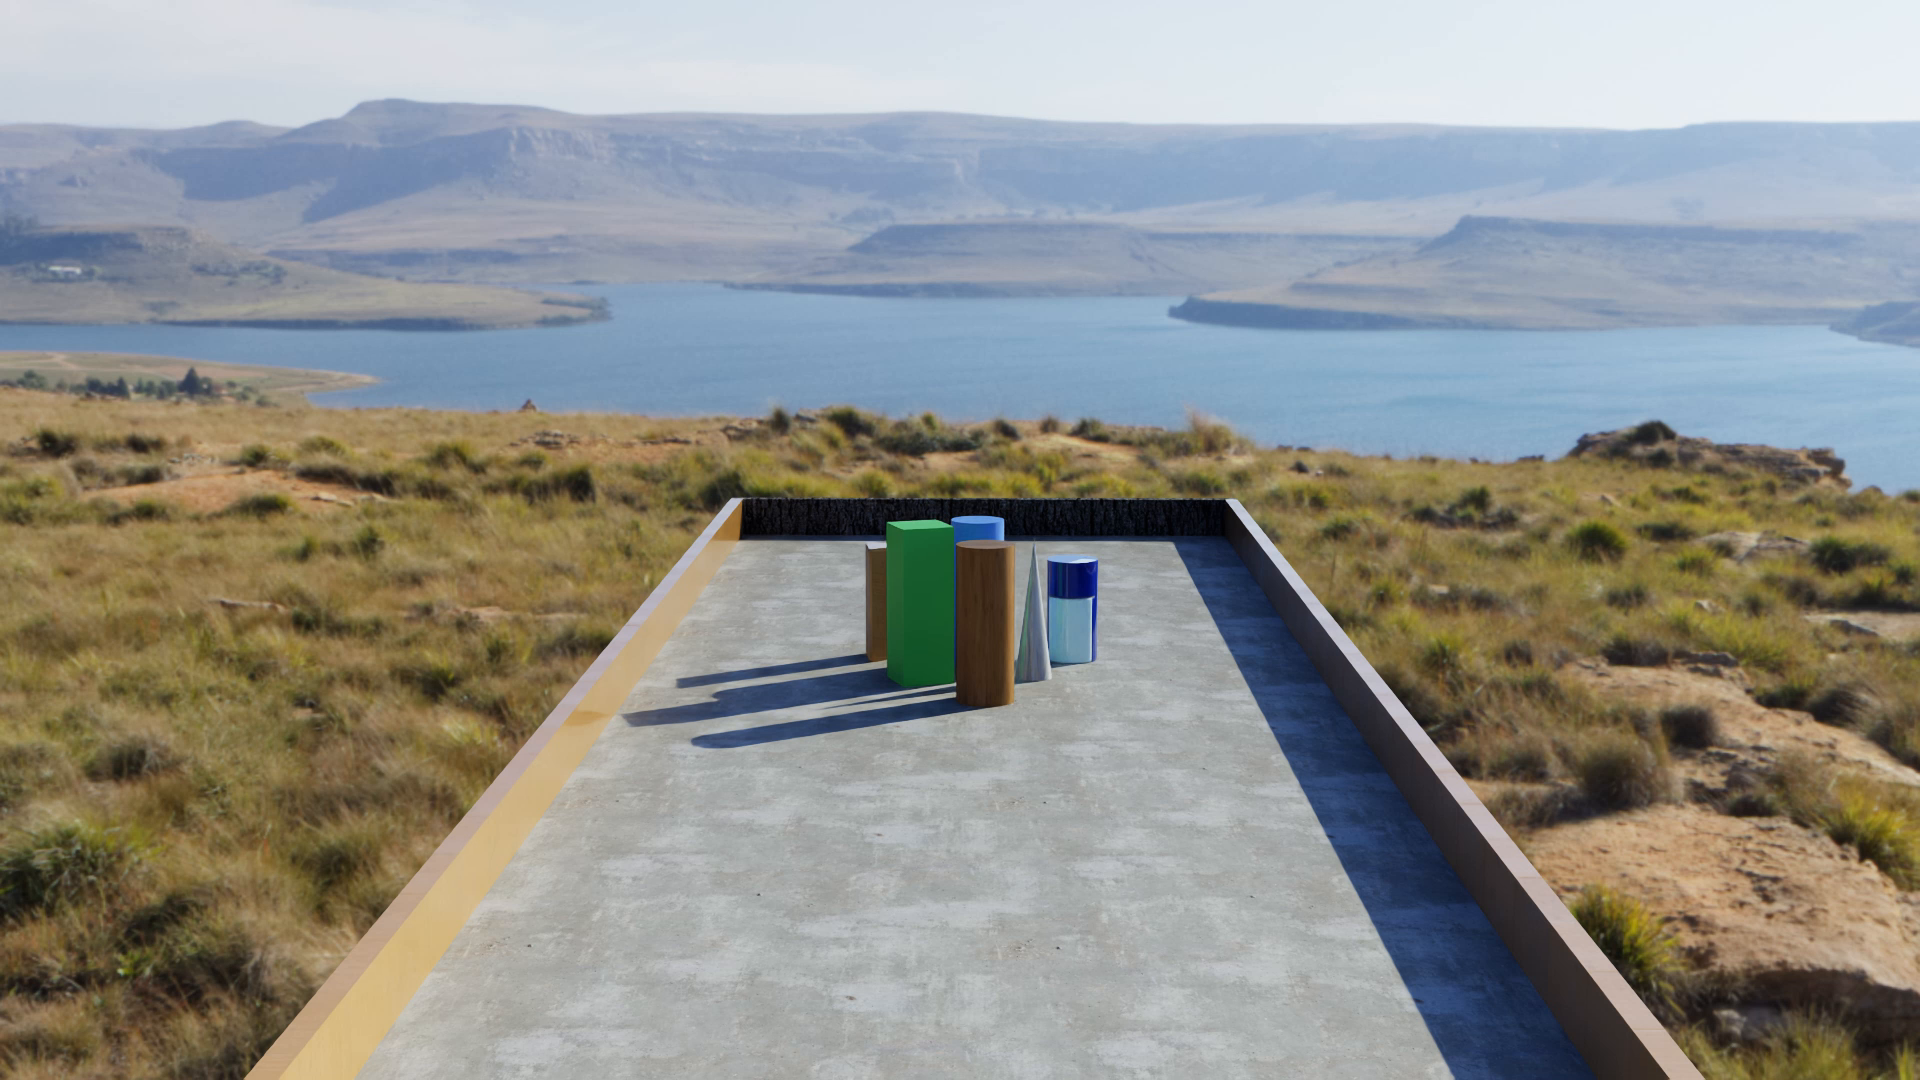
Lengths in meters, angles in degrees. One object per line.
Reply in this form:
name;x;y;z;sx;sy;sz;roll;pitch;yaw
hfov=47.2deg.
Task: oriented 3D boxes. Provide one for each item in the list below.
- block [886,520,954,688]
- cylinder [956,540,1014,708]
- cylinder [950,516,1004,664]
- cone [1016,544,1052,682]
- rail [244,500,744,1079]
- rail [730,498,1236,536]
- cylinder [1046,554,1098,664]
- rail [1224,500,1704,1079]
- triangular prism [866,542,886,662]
block;-0.116;0.182;6.392;0.154;0.460;0.154;-3;10;-20
cylinder;0.071;0.231;6.135;0.164;0.444;0.164;0;9;0
cylinder;0.053;0.154;6.650;0.161;0.435;0.161;0;9;0
cone;0.216;0.199;6.428;0.108;0.415;0.108;0;9;0
rail;-1.004;0.839;3.234;0.050;0.150;12.000;0;9;1
rail;0.099;-0.098;9.147;2.100;0.150;0.050;0;9;1
cylinder;0.341;0.210;6.696;0.155;0.309;0.155;0;9;0
rail;1.046;0.843;3.208;0.050;0.150;12.000;0;9;1
triangular prism;-0.251;0.185;6.728;0.136;0.348;0.117;-7;11;-37
